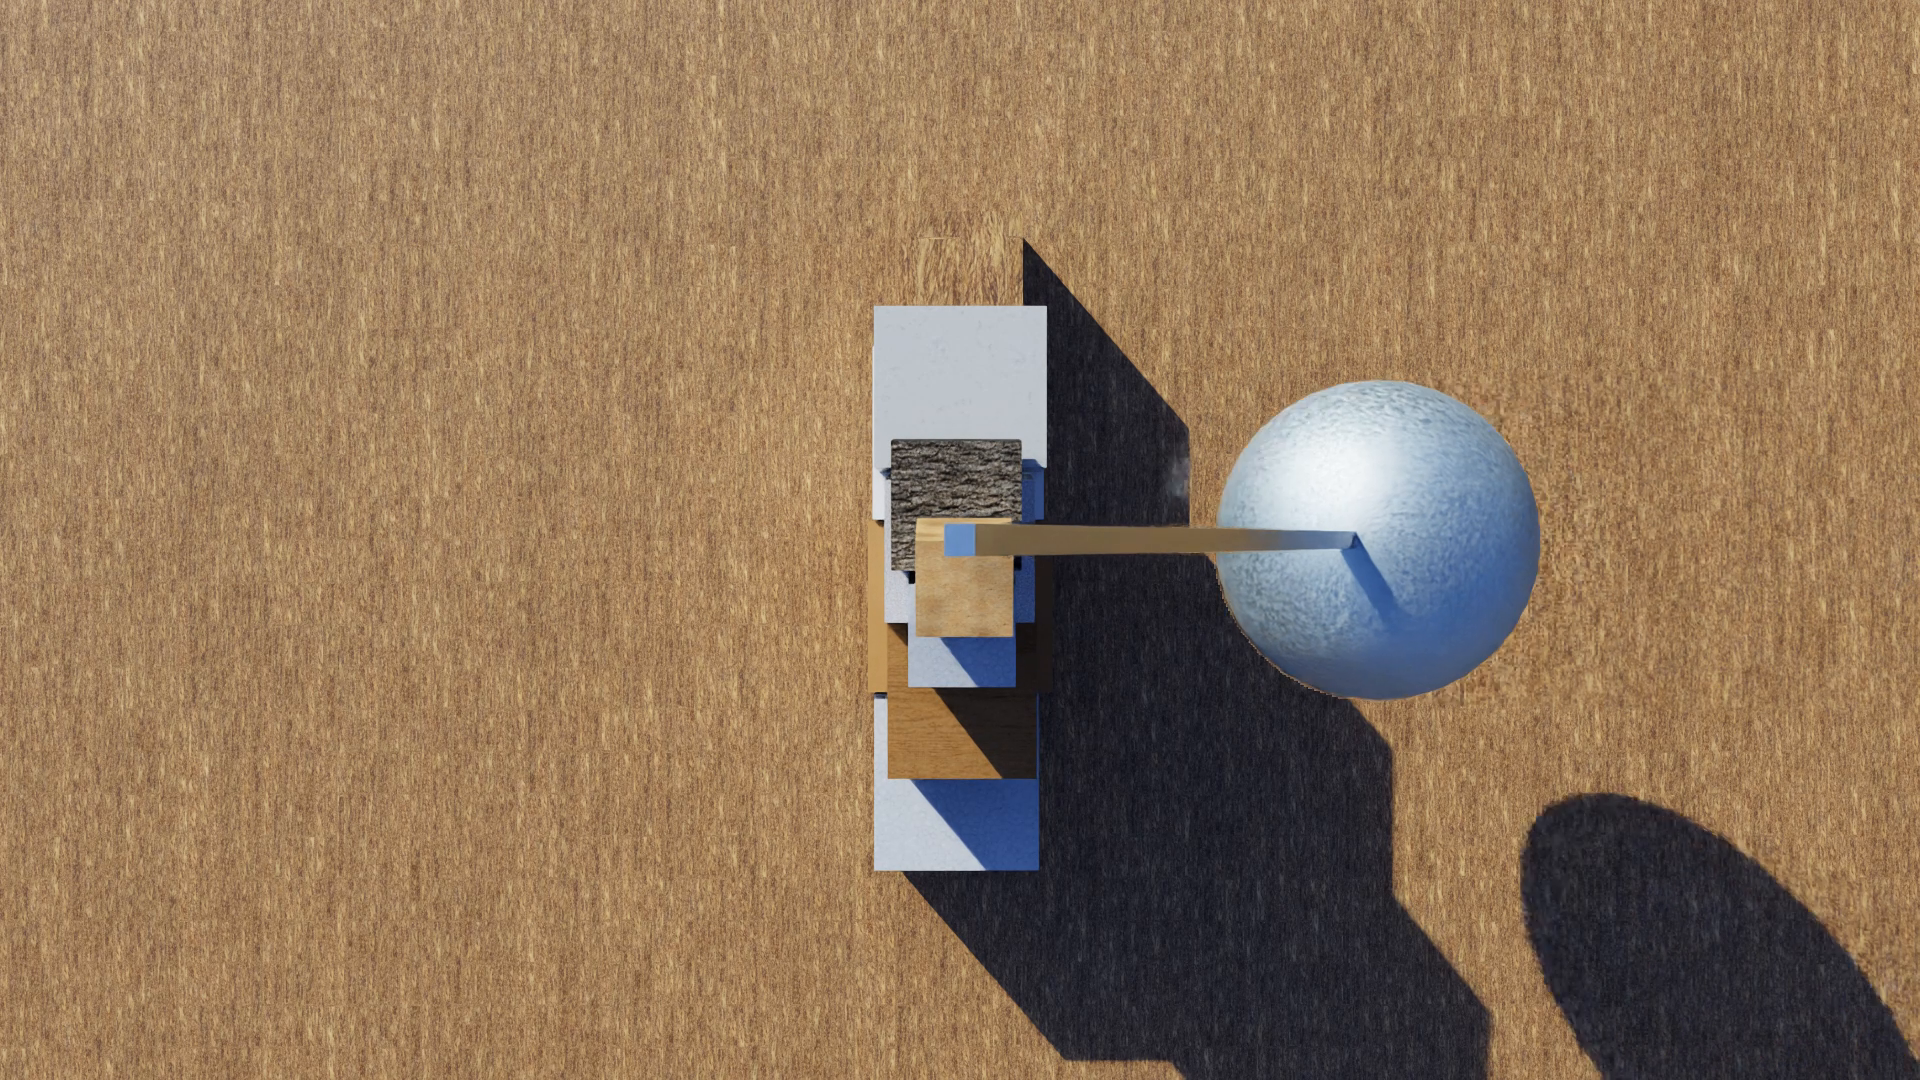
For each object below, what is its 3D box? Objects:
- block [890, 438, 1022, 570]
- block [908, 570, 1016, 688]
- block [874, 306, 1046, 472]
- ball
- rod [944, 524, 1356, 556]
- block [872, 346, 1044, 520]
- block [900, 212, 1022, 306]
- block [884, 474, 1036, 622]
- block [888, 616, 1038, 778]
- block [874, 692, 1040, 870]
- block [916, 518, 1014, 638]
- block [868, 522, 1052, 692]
[{"bbox_3d":[-0.018,-0.183,10.961,0.636,0.526,0.631,0,94,0],"label":"block"},{"bbox_3d":[0.010,0.424,11.022,0.528,0.476,0.516,0,102,0],"label":"block"},{"bbox_3d":[0.002,-0.786,11.660,0.885,0.771,0.829,0,90,0],"label":"block"},{"bbox_3d":[2.074,0.000,10.971,1.600,1.600,1.600,0,90,0],"label":"ball"},{"bbox_3d":[0.899,0.000,7.781,0.080,5.200,0.080,0,90,20],"label":"rod"},{"bbox_3d":[-0.009,-0.587,12.523,0.936,0.954,0.947,0,90,0],"label":"block"},{"bbox_3d":[0.010,-1.445,12.588,0.677,0.824,0.750,0,90,0],"label":"block"},{"bbox_3d":[-0.002,0.031,11.647,0.769,0.815,0.732,0,94,0],"label":"block"},{"bbox_3d":[0.011,0.809,11.722,0.773,0.709,0.820,0,93,0],"label":"block"},{"bbox_3d":[-0.018,1.332,12.553,0.907,0.893,0.974,0,90,0],"label":"block"},{"bbox_3d":[0.020,0.174,10.480,0.455,0.470,0.464,0,103,0],"label":"block"},{"bbox_3d":[0.002,0.366,12.539,1.014,0.922,0.938,0,90,0],"label":"block"}]
